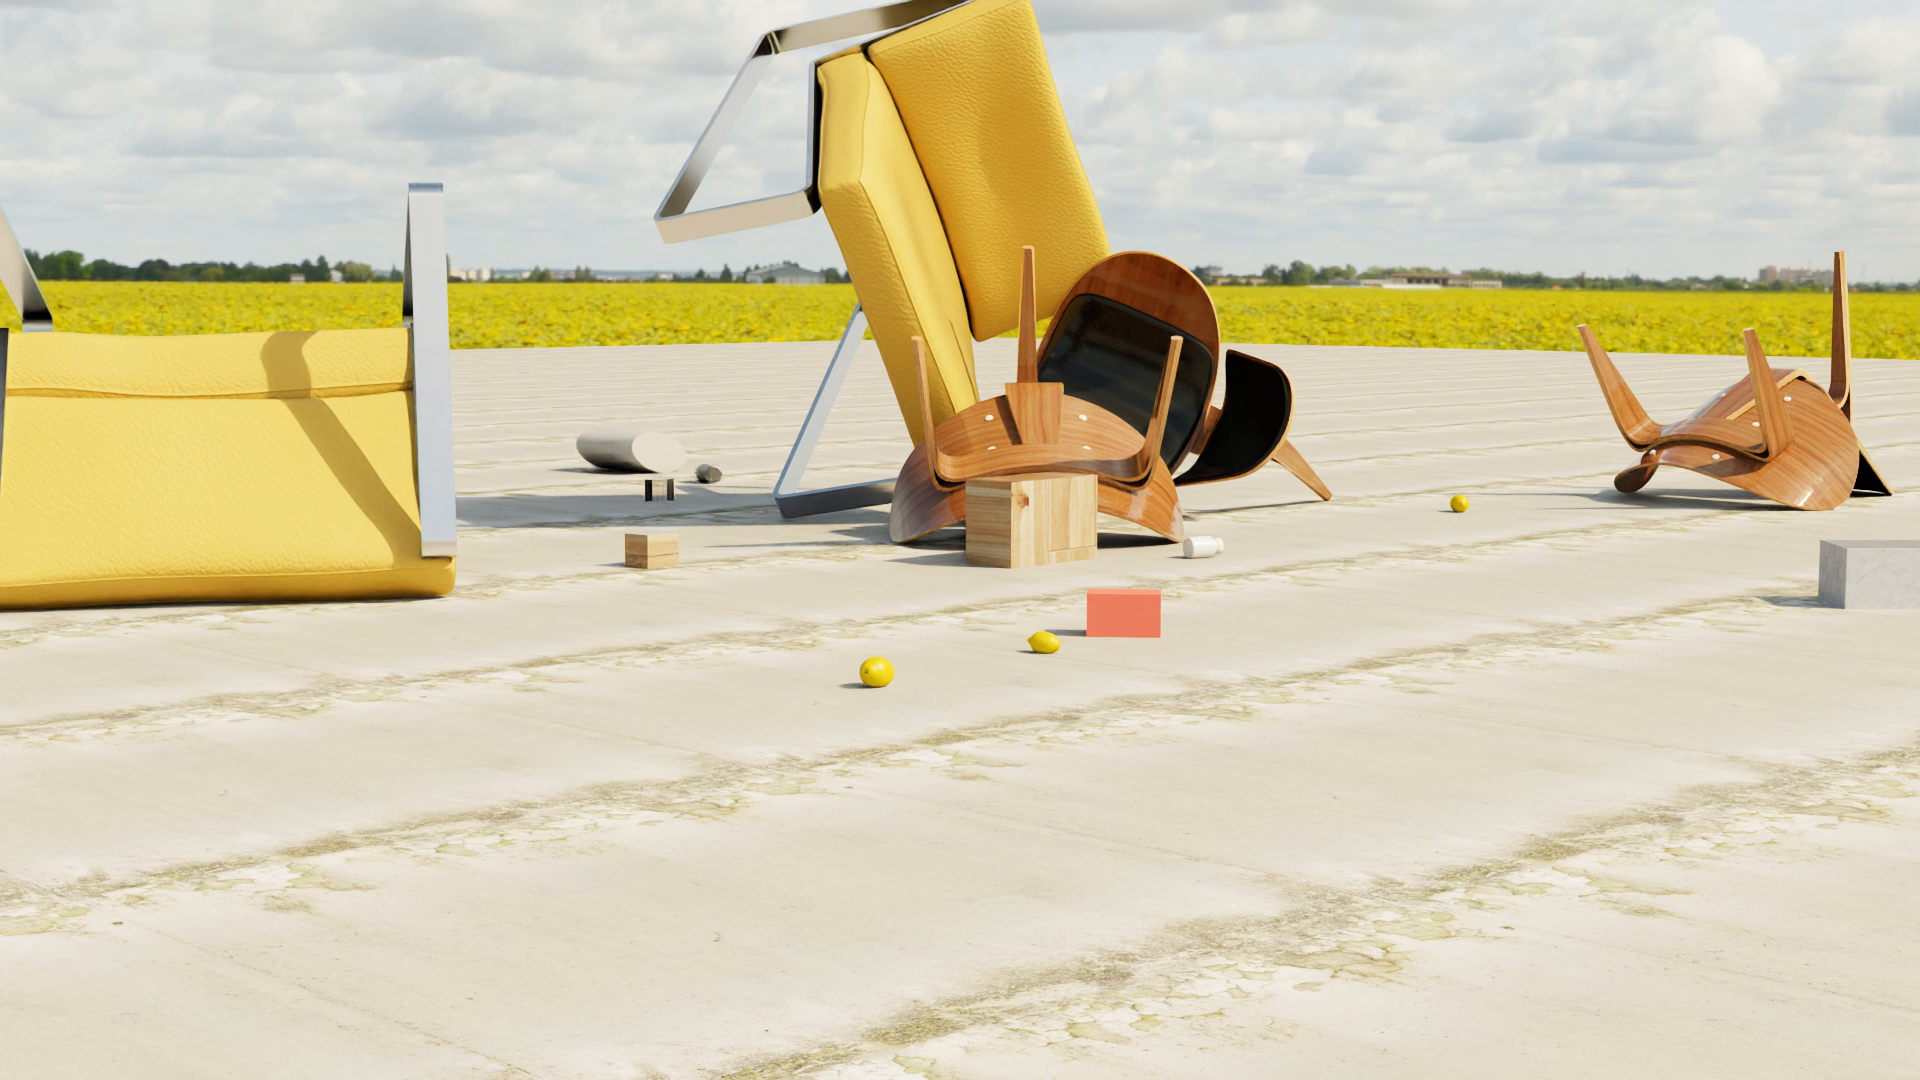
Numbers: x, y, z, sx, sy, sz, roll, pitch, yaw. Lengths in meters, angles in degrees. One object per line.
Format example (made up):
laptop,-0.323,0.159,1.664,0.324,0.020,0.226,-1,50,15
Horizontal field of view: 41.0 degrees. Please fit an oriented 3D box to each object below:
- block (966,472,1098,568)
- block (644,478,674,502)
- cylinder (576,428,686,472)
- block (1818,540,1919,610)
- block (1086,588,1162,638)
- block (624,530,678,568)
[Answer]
block,0.167,-0.048,5.929,0.141,0.195,0.298,6,8,43
block,-0.880,-0.146,7.508,0.058,0.066,0.068,3,6,25
cylinder,-1.110,-0.302,8.665,0.279,0.131,0.250,5,-6,41
block,1.851,0.069,5.157,0.195,0.121,0.170,0,6,1
block,0.302,0.134,4.720,0.134,0.079,0.077,1,6,5
block,-0.701,0.021,5.836,0.074,0.076,0.097,5,8,39
